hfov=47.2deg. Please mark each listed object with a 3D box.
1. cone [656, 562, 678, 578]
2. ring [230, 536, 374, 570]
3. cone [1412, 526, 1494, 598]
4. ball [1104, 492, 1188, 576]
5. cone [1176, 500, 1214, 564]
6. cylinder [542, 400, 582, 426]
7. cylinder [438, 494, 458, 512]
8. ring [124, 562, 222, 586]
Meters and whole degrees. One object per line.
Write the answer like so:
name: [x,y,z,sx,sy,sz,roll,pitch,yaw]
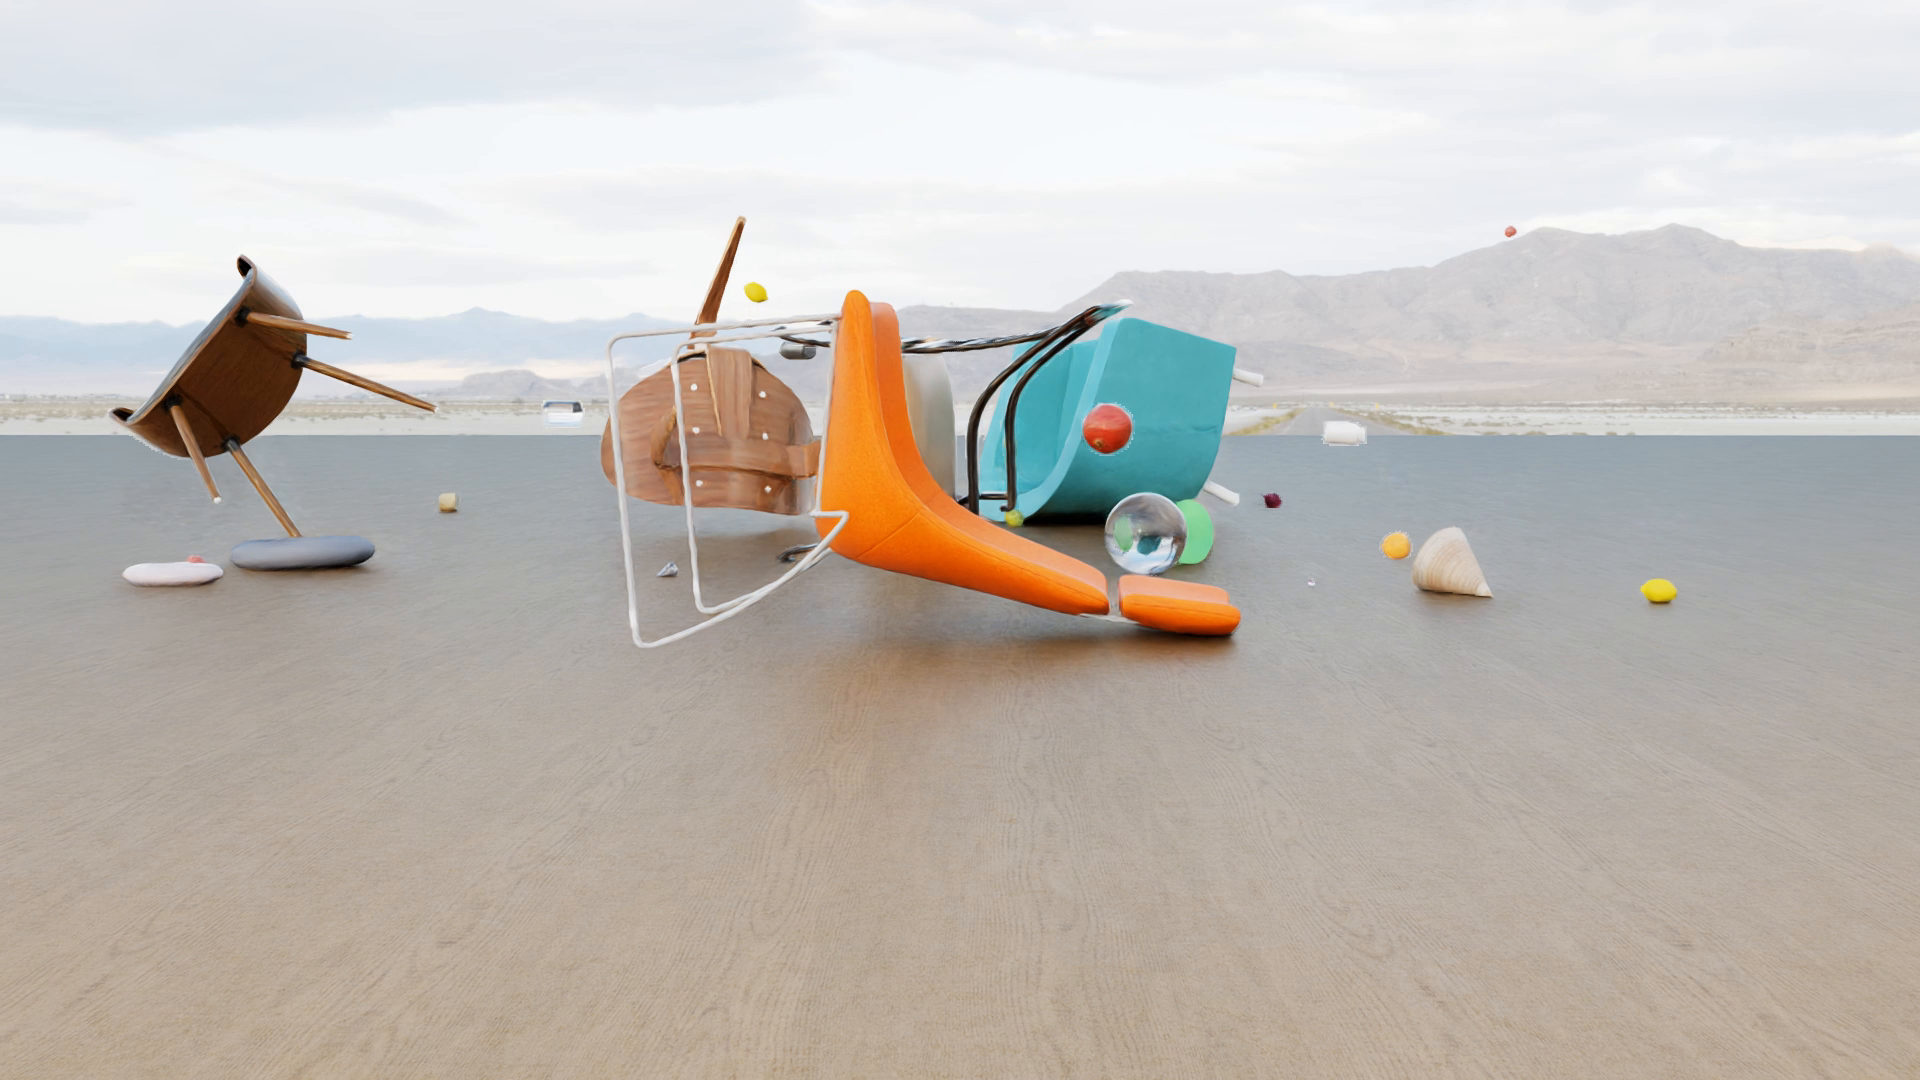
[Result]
cone: [-0.708,0.079,5.267,0.053,0.037,0.038,-27,33,-35]
ring: [-1.655,0.032,5.538,0.350,0.073,0.233,-3,2,-14]
cone: [1.107,0.083,4.813,0.130,0.161,0.201,25,12,-34]
ball: [0.448,-0.015,5.292,0.201,0.201,0.201,0,4,0]
cone: [0.604,0.013,5.741,0.125,0.175,0.222,-7,-19,7]
cylinder: [-1.506,-0.481,8.334,0.124,0.093,0.080,2,6,20]
cylinder: [-1.866,-0.136,8.030,0.058,0.067,0.078,0,-10,-2]
ring: [-1.818,0.079,5.080,0.233,0.044,0.158,0,5,9]
